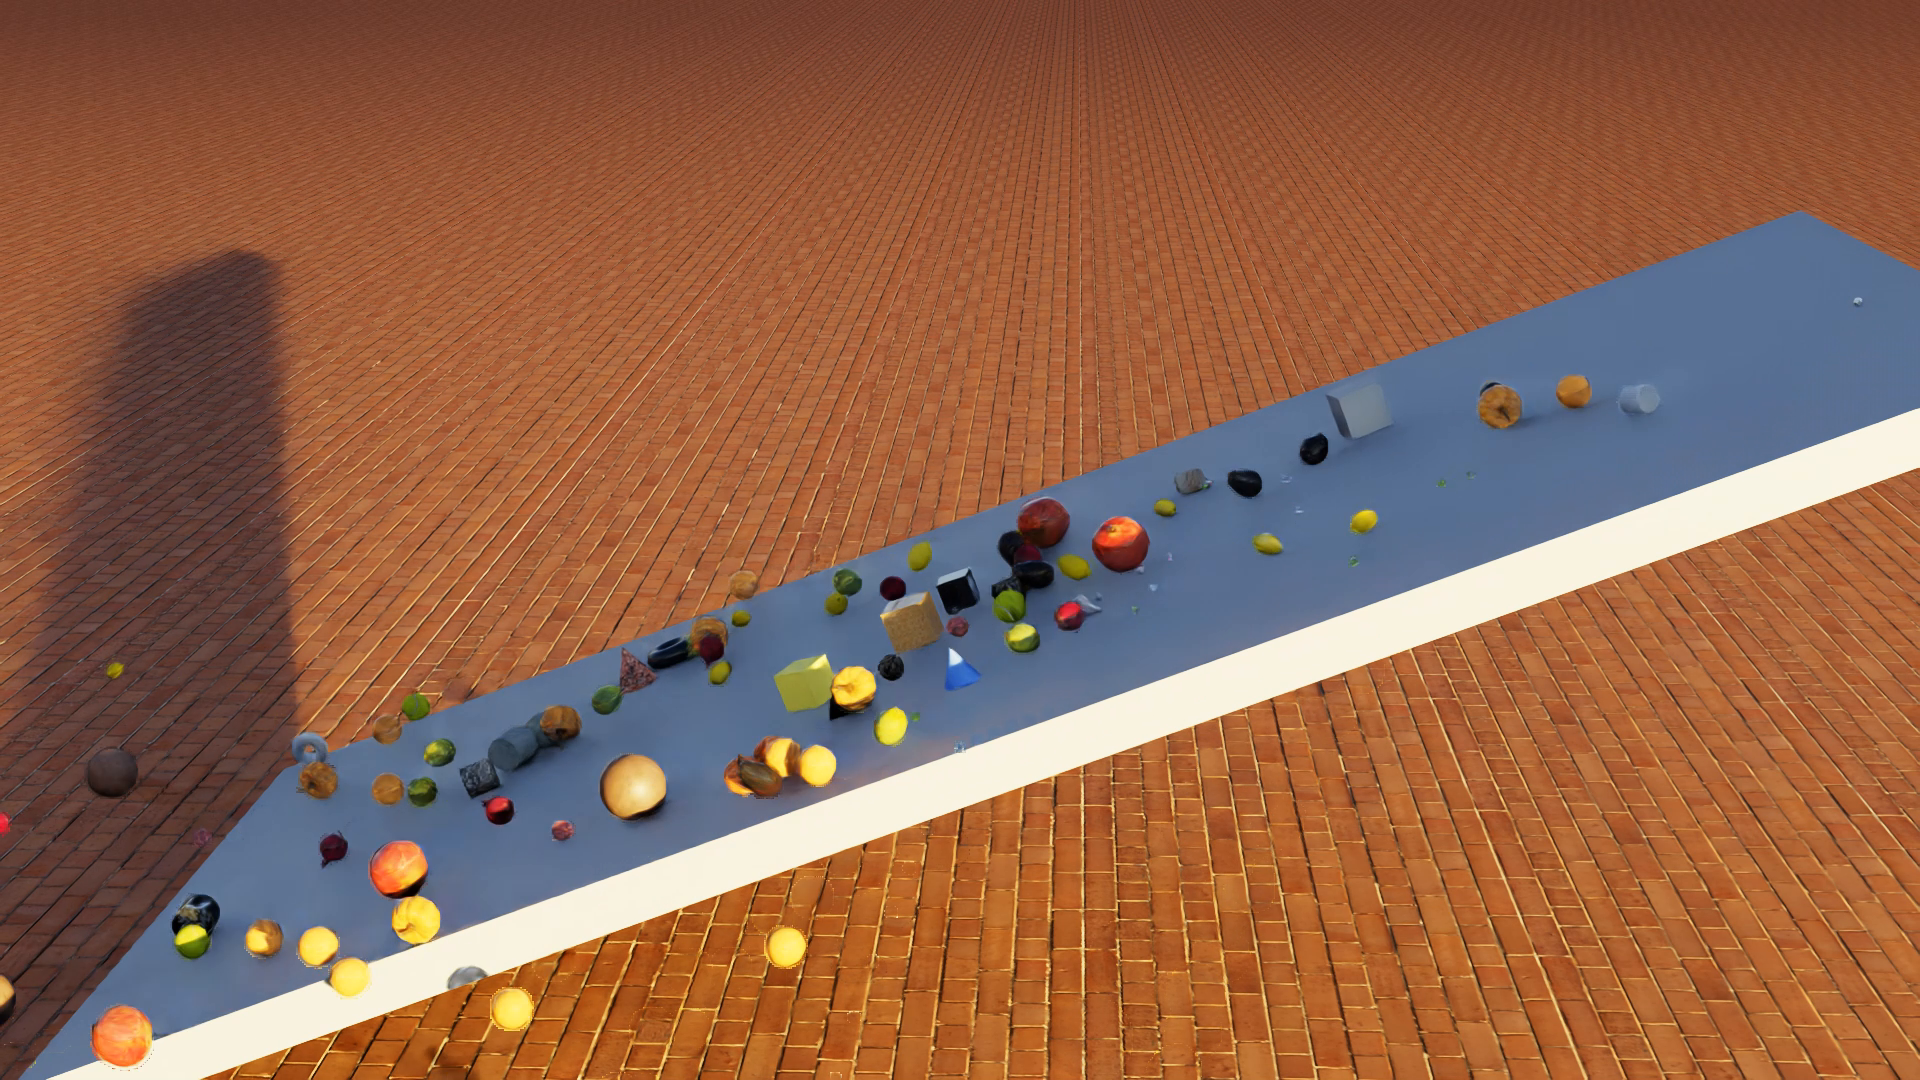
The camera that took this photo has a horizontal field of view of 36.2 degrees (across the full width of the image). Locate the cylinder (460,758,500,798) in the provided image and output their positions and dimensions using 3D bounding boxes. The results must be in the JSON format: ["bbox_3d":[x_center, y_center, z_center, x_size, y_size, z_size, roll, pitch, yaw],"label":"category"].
[{"bbox_3d":[-1.046,0.518,6.408,0.069,0.069,0.069,-23,17,-6],"label":"cylinder"}]

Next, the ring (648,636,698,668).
[{"bbox_3d":[-0.679,0.265,6.960,0.131,0.044,0.131,-22,11,4],"label":"ring"}]

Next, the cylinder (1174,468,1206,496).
[{"bbox_3d":[0.516,-0.131,6.588,0.052,0.052,0.052,-15,5,29],"label":"cylinder"}]

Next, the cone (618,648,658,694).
[{"bbox_3d":[-0.767,0.293,6.851,0.099,0.099,0.099,-21,12,4],"label":"cone"}]

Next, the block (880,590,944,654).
[{"bbox_3d":[-0.100,0.173,6.218,0.092,0.092,0.092,-18,12,15],"label":"block"}]

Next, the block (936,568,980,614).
[{"bbox_3d":[-0.003,0.111,6.385,0.069,0.069,0.069,-19,12,12],"label":"block"}]

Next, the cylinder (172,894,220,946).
[{"bbox_3d":[-1.588,0.789,6.116,0.083,0.083,0.083,-1,13,-4],"label":"cylinder"}]

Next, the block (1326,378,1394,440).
[{"bbox_3d":[0.888,-0.292,6.534,0.100,0.100,0.100,-23,12,-5],"label":"block"}]

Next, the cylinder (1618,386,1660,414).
[{"bbox_3d":[1.333,-0.276,5.774,0.055,0.055,0.055,-8,5,-29],"label":"cylinder"}]

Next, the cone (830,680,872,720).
[{"bbox_3d":[-0.216,0.325,5.879,0.081,0.081,0.081,6,14,1],"label":"cone"}]

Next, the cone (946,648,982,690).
[{"bbox_3d":[-0.007,0.244,5.771,0.077,0.077,0.077,-21,12,4],"label":"cone"}]

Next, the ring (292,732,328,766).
[{"bbox_3d":[-1.624,0.523,7.350,0.094,0.094,0.031,0,29,1],"label":"ring"}]

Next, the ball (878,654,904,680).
[{"bbox_3d":[-0.140,0.260,5.998,0.052,0.052,0.052,0,13,0],"label":"ball"}]

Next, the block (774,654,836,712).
[{"bbox_3d":[-0.316,0.297,6.071,0.083,0.083,0.083,-12,15,38],"label":"block"}]

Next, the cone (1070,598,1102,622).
[{"bbox_3d":[0.260,0.137,5.906,0.057,0.057,0.057,-15,5,30],"label":"cone"}]

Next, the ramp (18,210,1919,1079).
[{"bbox_3d":[0.120,0.175,6.294,4.000,0.100,2.000,-20,12,7],"label":"ramp"}]
